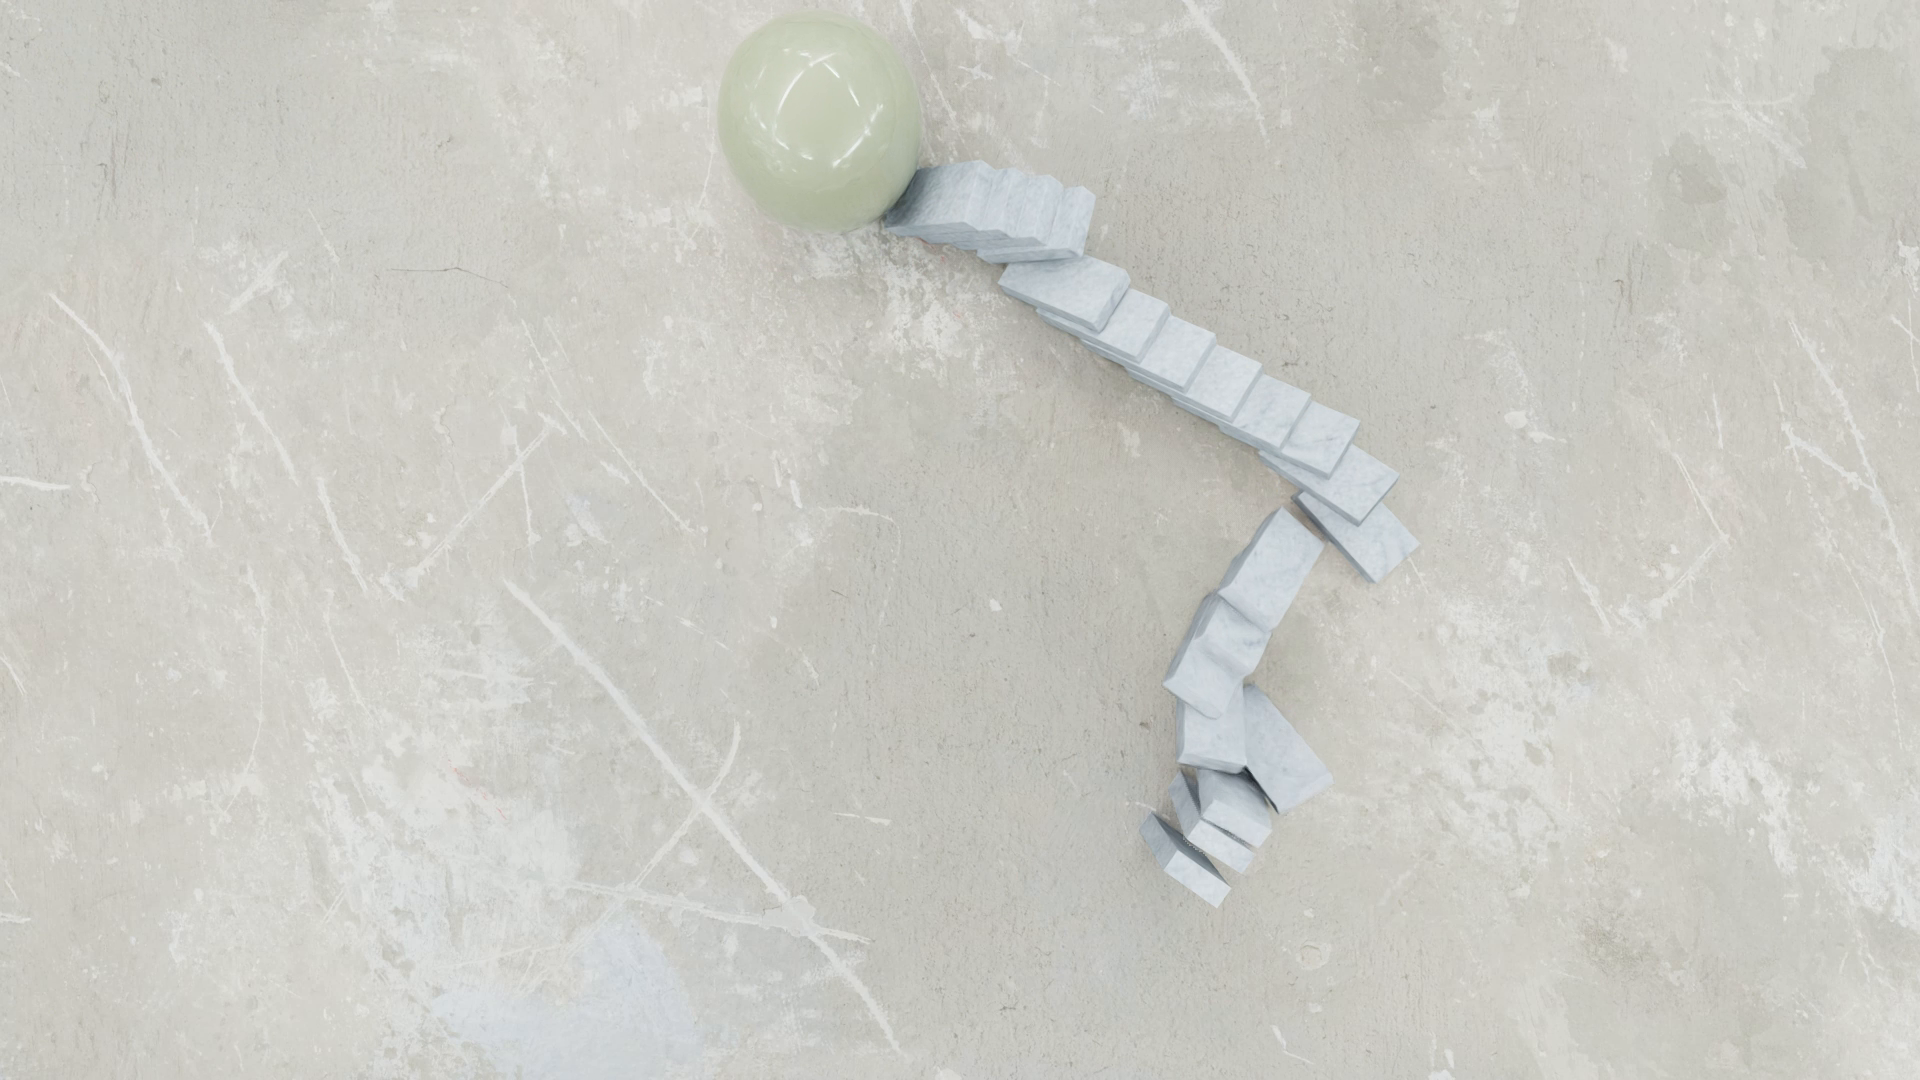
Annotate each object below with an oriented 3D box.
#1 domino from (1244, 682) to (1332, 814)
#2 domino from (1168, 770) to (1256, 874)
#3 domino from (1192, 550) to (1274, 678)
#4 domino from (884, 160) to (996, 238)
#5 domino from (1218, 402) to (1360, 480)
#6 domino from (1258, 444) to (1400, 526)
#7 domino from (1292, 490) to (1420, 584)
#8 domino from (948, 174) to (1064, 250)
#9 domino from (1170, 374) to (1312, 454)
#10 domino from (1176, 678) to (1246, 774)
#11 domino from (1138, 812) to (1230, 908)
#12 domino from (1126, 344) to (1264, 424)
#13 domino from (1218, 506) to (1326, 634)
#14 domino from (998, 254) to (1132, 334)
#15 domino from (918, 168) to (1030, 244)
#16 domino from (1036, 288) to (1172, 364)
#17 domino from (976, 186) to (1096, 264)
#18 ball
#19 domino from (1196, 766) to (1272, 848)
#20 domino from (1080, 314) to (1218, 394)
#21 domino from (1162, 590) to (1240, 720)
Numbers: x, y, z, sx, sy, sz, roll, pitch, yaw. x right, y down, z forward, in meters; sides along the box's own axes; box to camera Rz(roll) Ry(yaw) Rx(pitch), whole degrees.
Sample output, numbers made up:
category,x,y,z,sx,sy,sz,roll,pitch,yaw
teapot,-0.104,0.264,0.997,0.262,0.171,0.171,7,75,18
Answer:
category,x,y,z,sx,sy,sz,roll,pitch,yaw
domino,0.127,0.085,0.379,0.025,0.050,0.009,-32,134,0
domino,0.102,0.114,0.375,0.025,0.050,0.010,32,99,0
domino,0.119,0.030,0.383,0.025,0.009,0.050,36,60,0
domino,-0.009,-0.141,0.379,0.050,0.010,0.025,15,90,44
domino,0.138,-0.048,0.385,0.050,0.009,0.025,30,89,25
domino,0.154,-0.031,0.386,0.050,0.010,0.025,40,90,24
domino,0.170,-0.008,0.395,0.025,0.009,0.050,-42,90,0
domino,0.018,-0.135,0.379,0.050,0.009,0.025,15,90,44
domino,0.118,-0.059,0.385,0.050,0.009,0.025,31,90,25
domino,0.104,0.070,0.381,0.025,0.010,0.050,12,52,0
domino,0.091,0.130,0.375,0.025,0.050,0.010,35,90,0
domino,0.098,-0.071,0.385,0.050,0.009,0.025,31,90,25
domino,0.131,0.012,0.384,0.025,0.010,0.050,42,61,0
domino,0.043,-0.108,0.384,0.050,0.009,0.025,31,90,29
domino,0.004,-0.138,0.379,0.050,0.009,0.025,15,90,44
domino,0.060,-0.096,0.385,0.050,0.009,0.025,31,90,25
domino,0.031,-0.129,0.379,0.050,0.009,0.025,12,88,44
ball,-0.054,-0.162,0.360,0.080,0.080,0.080,0,90,0
domino,0.111,0.101,0.375,0.025,0.050,0.010,29,112,0
domino,0.079,-0.084,0.385,0.050,0.010,0.025,31,90,25
domino,0.106,0.047,0.382,0.025,0.009,0.050,36,56,0
